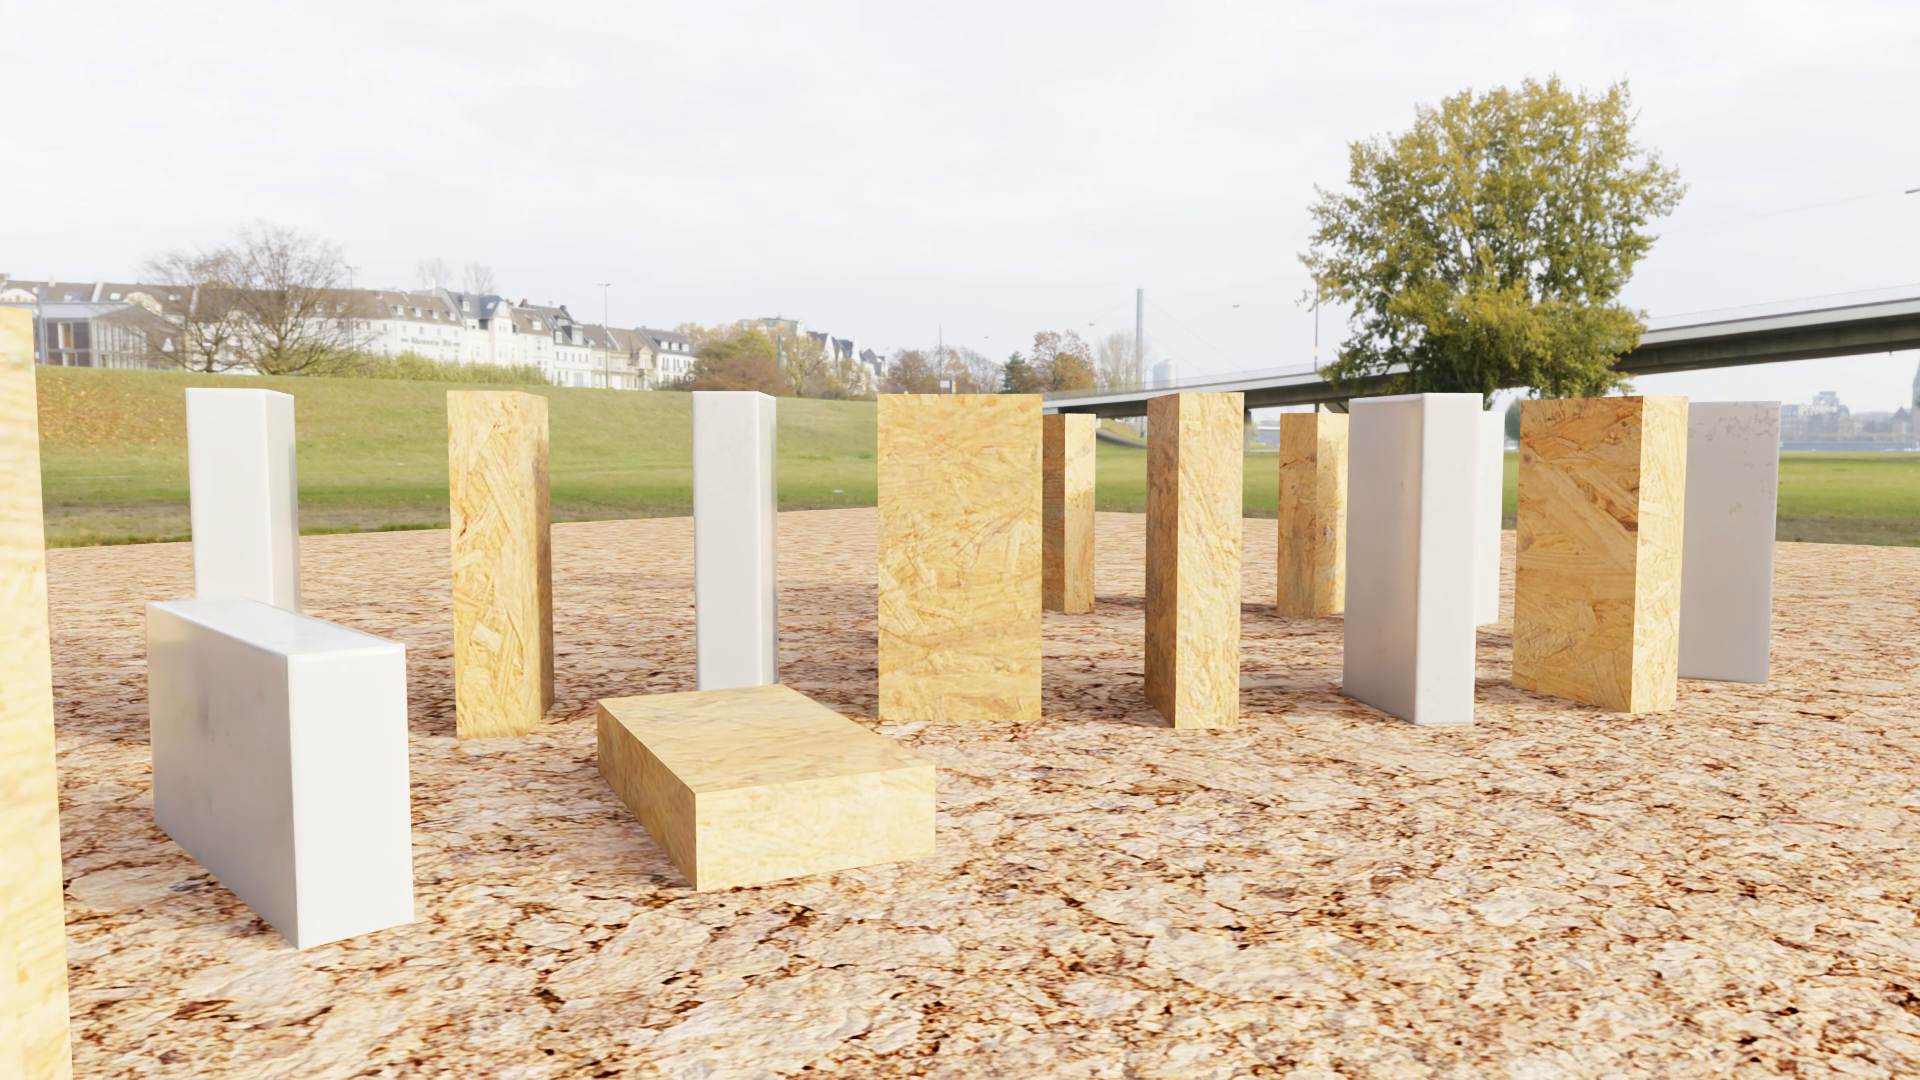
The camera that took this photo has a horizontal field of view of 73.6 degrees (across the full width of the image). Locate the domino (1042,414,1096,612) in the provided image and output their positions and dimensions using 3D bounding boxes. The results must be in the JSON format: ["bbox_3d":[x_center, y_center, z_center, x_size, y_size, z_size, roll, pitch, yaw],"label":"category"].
[{"bbox_3d":[0.024,-0.008,0.336,0.009,0.050,0.025,-3,5,-32],"label":"domino"}]

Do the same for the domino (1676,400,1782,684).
[{"bbox_3d":[0.134,0.000,0.235,0.025,0.050,0.010,2,5,26],"label":"domino"}]

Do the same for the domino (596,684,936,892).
[{"bbox_3d":[-0.025,0.027,0.150,0.025,0.010,0.050,-2,5,-26],"label":"domino"}]

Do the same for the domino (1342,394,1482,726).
[{"bbox_3d":[0.072,0.002,0.205,0.010,0.050,0.025,-1,4,-8],"label":"domino"}]

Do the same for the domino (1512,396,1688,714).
[{"bbox_3d":[0.106,0.001,0.214,0.010,0.050,0.025,-2,5,-20],"label":"domino"}]

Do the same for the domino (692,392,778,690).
[{"bbox_3d":[-0.034,0.003,0.199,0.009,0.050,0.025,0,4,-2],"label":"domino"}]

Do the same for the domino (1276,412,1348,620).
[{"bbox_3d":[0.089,-0.007,0.323,0.010,0.050,0.025,3,5,35],"label":"domino"}]

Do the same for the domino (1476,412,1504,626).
[{"bbox_3d":[0.115,-0.005,0.299,0.025,0.050,0.010,-4,6,-40],"label":"domino"}]

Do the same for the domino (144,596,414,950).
[{"bbox_3d":[-0.070,0.020,0.128,0.009,0.025,0.050,-4,6,-44],"label":"domino"}]

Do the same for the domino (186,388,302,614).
[{"bbox_3d":[-0.104,0.003,0.188,0.010,0.050,0.025,-1,5,-19],"label":"domino"}]

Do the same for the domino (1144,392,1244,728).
[{"bbox_3d":[0.036,0.002,0.203,0.009,0.050,0.025,0,4,-3],"label":"domino"}]

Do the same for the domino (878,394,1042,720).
[{"bbox_3d":[0.000,0.002,0.201,0.025,0.050,0.010,0,4,0],"label":"domino"}]

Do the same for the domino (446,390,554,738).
[{"bbox_3d":[-0.070,0.003,0.196,0.009,0.050,0.025,-1,4,-8],"label":"domino"}]

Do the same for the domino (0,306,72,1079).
[{"bbox_3d":[-0.060,0.013,0.063,0.009,0.050,0.025,1,4,17],"label":"domino"}]
